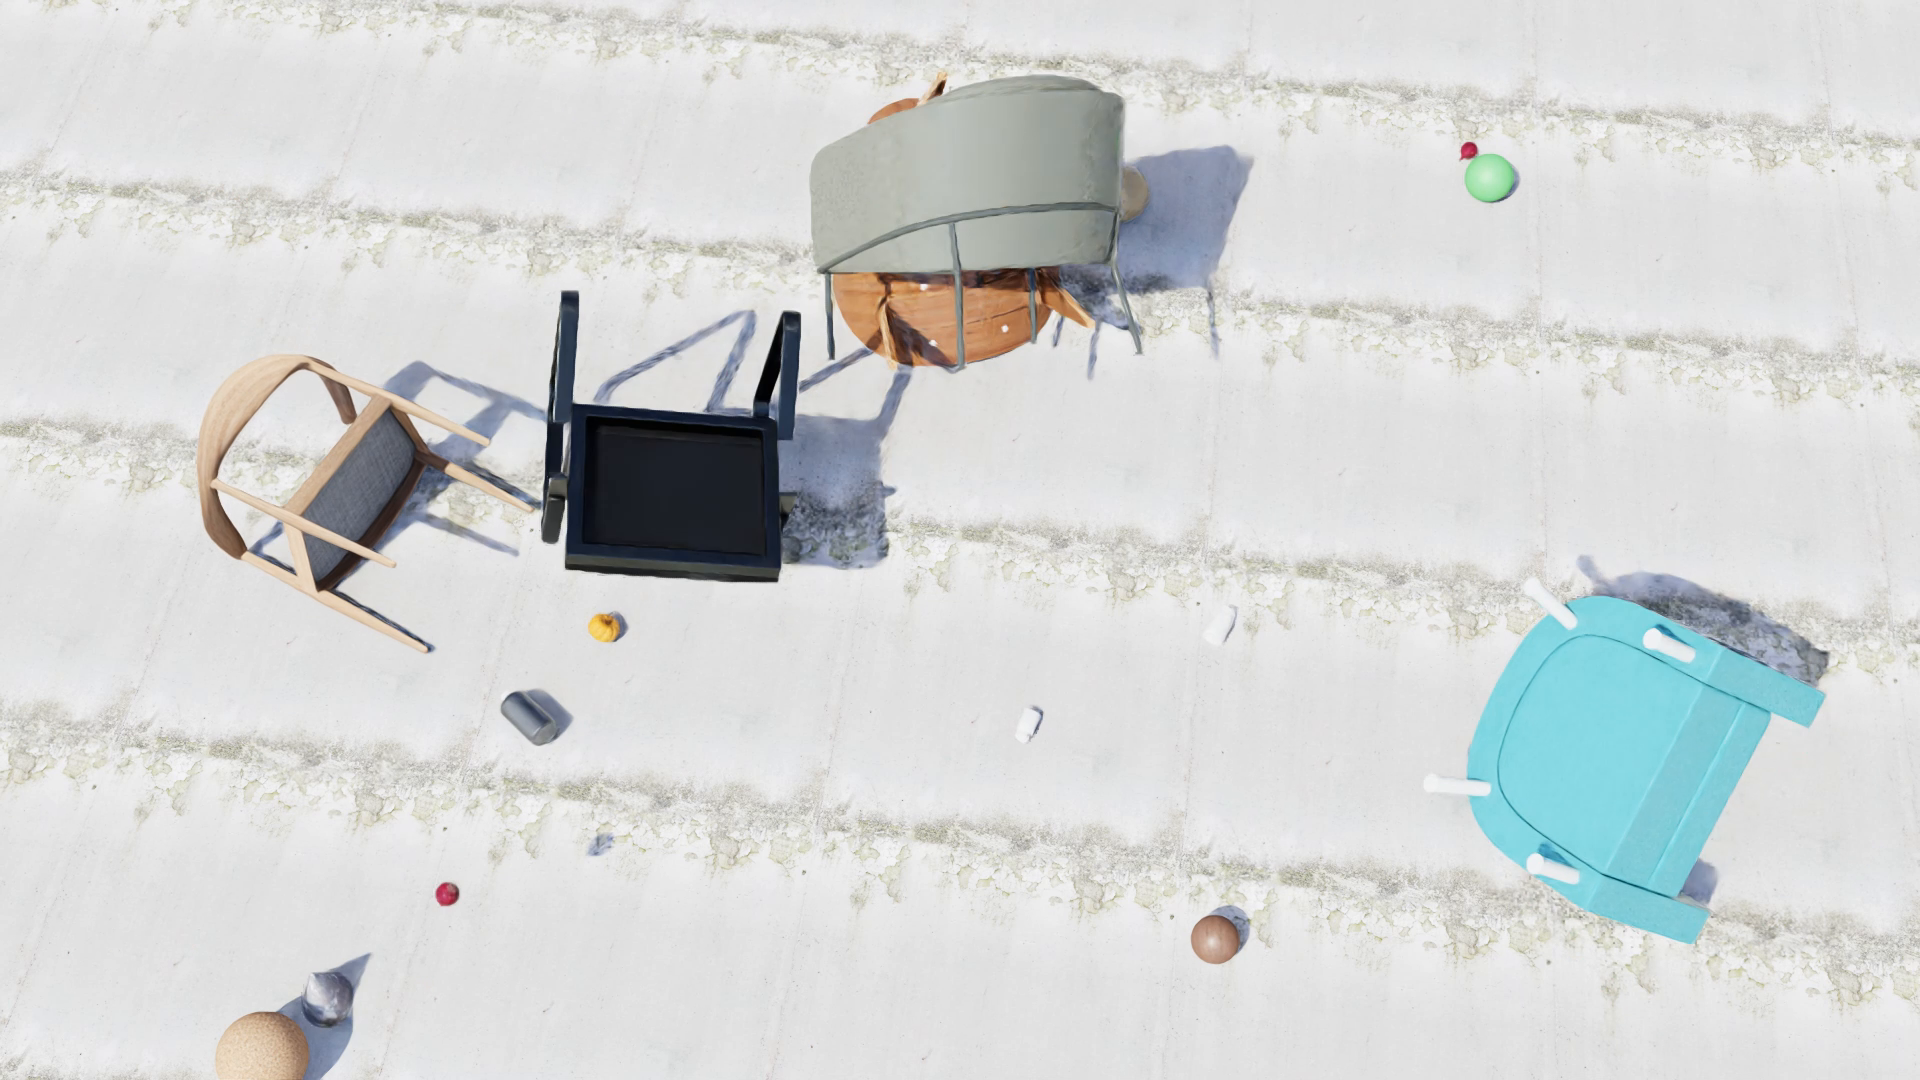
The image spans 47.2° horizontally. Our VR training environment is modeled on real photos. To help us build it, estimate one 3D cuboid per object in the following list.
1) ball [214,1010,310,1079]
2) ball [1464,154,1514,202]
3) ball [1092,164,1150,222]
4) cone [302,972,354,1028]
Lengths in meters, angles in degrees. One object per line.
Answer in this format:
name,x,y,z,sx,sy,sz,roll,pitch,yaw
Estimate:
ball,-1.764,1.307,5.560,0.228,0.228,0.228,0,56,0
ball,1.753,-1.200,7.283,0.160,0.160,0.160,0,56,0
ball,0.528,-1.138,7.224,0.188,0.188,0.188,0,56,0
cone,-1.657,1.154,5.688,0.133,0.185,0.157,-8,57,-6
